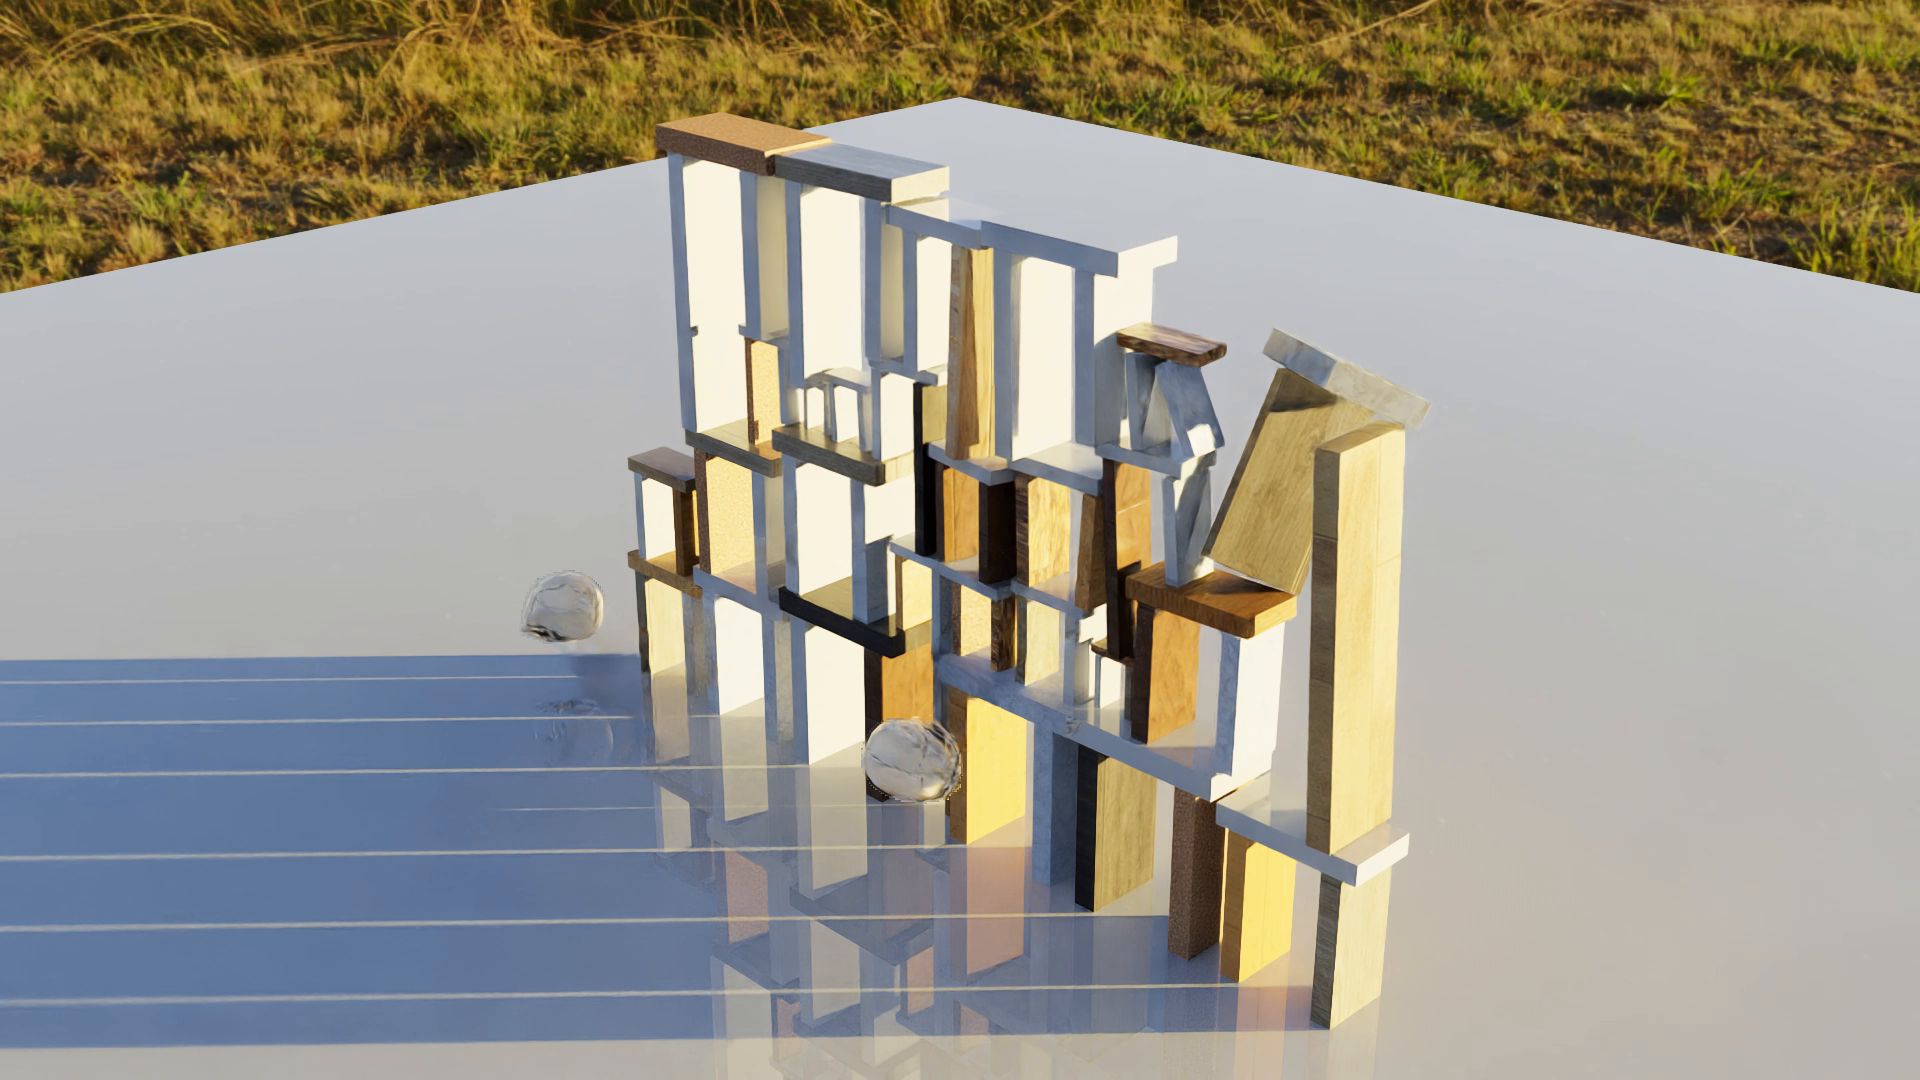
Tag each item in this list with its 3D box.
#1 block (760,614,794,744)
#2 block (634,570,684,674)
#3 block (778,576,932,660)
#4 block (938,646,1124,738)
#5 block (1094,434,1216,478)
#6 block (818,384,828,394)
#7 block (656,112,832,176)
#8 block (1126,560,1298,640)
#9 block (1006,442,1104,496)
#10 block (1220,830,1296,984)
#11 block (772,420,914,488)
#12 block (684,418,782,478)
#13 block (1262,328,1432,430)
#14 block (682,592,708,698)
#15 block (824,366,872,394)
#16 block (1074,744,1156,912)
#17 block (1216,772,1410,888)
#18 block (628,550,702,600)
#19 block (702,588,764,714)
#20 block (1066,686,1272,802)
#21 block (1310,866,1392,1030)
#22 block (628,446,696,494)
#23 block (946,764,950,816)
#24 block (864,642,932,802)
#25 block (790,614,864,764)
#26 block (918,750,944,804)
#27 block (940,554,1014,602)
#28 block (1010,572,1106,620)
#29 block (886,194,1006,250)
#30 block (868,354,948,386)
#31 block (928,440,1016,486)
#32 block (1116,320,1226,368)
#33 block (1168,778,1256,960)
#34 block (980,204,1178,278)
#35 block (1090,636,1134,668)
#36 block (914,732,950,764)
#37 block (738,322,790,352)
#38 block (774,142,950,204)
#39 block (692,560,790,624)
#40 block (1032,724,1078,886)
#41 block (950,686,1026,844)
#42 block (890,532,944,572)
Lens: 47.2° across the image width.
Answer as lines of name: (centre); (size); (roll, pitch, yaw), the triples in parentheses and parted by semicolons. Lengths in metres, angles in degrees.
block: (-0.353, 0.278, 4.727); (0.042, 0.295, 0.148); (21, 31, 41)
block: (-0.676, 0.171, 5.037); (0.036, 0.251, 0.126); (21, 31, 41)
block: (-0.196, 0.145, 4.500); (0.336, 0.048, 0.168); (21, 31, 40)
block: (0.135, 0.272, 4.201); (0.335, 0.047, 0.167); (21, 31, 41)
block: (0.338, -0.152, 3.803); (0.192, 0.027, 0.096); (17, 28, 40)
block: (-0.271, -0.314, 4.388); (0.045, 0.013, 0.091); (-17, 28, -36)
block: (-0.430, -0.787, 4.359); (0.338, 0.048, 0.169); (21, 31, 41)
block: (0.431, 0.097, 3.791); (0.134, 0.038, 0.268); (-21, 29, -41)
block: (0.202, -0.134, 3.953); (0.111, 0.031, 0.221); (-21, 29, -40)
block: (0.533, 0.624, 3.909); (0.042, 0.297, 0.148); (21, 31, 41)
block: (-0.219, -0.183, 4.384); (0.301, 0.043, 0.151); (21, 31, 40)
block: (-0.431, -0.202, 4.601); (0.141, 0.040, 0.282); (-21, 31, -41)
block: (0.635, -0.269, 3.640); (0.175, 0.049, 0.349); (22, 10, -13)
block: (-0.558, 0.217, 4.928); (0.036, 0.251, 0.126); (21, 31, 41)
block: (-0.203, -0.313, 4.306); (0.120, 0.017, 0.060); (21, 31, 40)
block: (0.294, 0.510, 4.122); (0.048, 0.341, 0.171); (21, 31, 41)
block: (0.603, 0.495, 3.779); (0.297, 0.042, 0.148); (21, 31, 41)
block: (-0.617, 0.062, 4.927); (0.251, 0.036, 0.126); (21, 31, 41)
block: (-0.492, 0.224, 4.855); (0.042, 0.295, 0.148); (21, 31, 41)
block: (0.374, 0.362, 3.971); (0.341, 0.048, 0.171); (21, 31, 40)
block: (0.673, 0.679, 3.781); (0.148, 0.297, 0.042); (-21, 31, -41)
block: (-0.627, -0.155, 4.835); (0.203, 0.029, 0.102); (21, 31, 41)
block: (-0.003, 0.495, 4.441); (0.017, 0.119, 0.059); (21, 31, 41)
block: (-0.117, 0.352, 4.501); (0.048, 0.336, 0.168); (21, 31, 41)
block: (-0.276, 0.290, 4.647); (0.048, 0.336, 0.168); (21, 31, 40)
block: (-0.059, 0.474, 4.492); (0.017, 0.119, 0.059); (21, 31, 41)
block: (0.045, 0.069, 4.169); (0.082, 0.023, 0.164); (-18, 29, -37)
block: (0.189, 0.096, 4.058); (0.182, 0.026, 0.091); (21, 31, 41)
block: (-0.002, -0.578, 3.995); (0.132, 0.037, 0.264); (-16, 27, -37)
block: (-0.079, -0.334, 4.182); (0.183, 0.026, 0.091); (20, 30, 39)
block: (0.037, -0.151, 4.114); (0.098, 0.028, 0.196); (-13, 25, -34)
block: (0.359, -0.333, 3.738); (0.167, 0.024, 0.084); (20, 29, 34)
block: (0.455, 0.573, 3.974); (0.048, 0.341, 0.171); (21, 31, 41)
block: (0.203, -0.516, 3.783); (0.310, 0.044, 0.155); (20, 30, 39)
block: (0.296, 0.203, 3.989); (0.108, 0.015, 0.054); (21, 30, 40)
block: (-0.031, 0.422, 4.441); (0.059, 0.017, 0.119); (-21, 31, -40)
block: (-0.366, -0.418, 4.446); (0.159, 0.023, 0.080); (21, 31, 40)
block: (-0.187, -0.696, 4.155); (0.309, 0.044, 0.154); (19, 29, 38)
block: (-0.422, 0.096, 4.726); (0.295, 0.042, 0.148); (21, 31, 41)
block: (0.214, 0.479, 4.203); (0.047, 0.335, 0.167); (21, 31, 41)
block: (0.056, 0.418, 4.348); (0.047, 0.335, 0.167); (21, 31, 41)
block: (-0.056, 0.024, 4.292); (0.079, 0.022, 0.157); (-21, 31, -40)
